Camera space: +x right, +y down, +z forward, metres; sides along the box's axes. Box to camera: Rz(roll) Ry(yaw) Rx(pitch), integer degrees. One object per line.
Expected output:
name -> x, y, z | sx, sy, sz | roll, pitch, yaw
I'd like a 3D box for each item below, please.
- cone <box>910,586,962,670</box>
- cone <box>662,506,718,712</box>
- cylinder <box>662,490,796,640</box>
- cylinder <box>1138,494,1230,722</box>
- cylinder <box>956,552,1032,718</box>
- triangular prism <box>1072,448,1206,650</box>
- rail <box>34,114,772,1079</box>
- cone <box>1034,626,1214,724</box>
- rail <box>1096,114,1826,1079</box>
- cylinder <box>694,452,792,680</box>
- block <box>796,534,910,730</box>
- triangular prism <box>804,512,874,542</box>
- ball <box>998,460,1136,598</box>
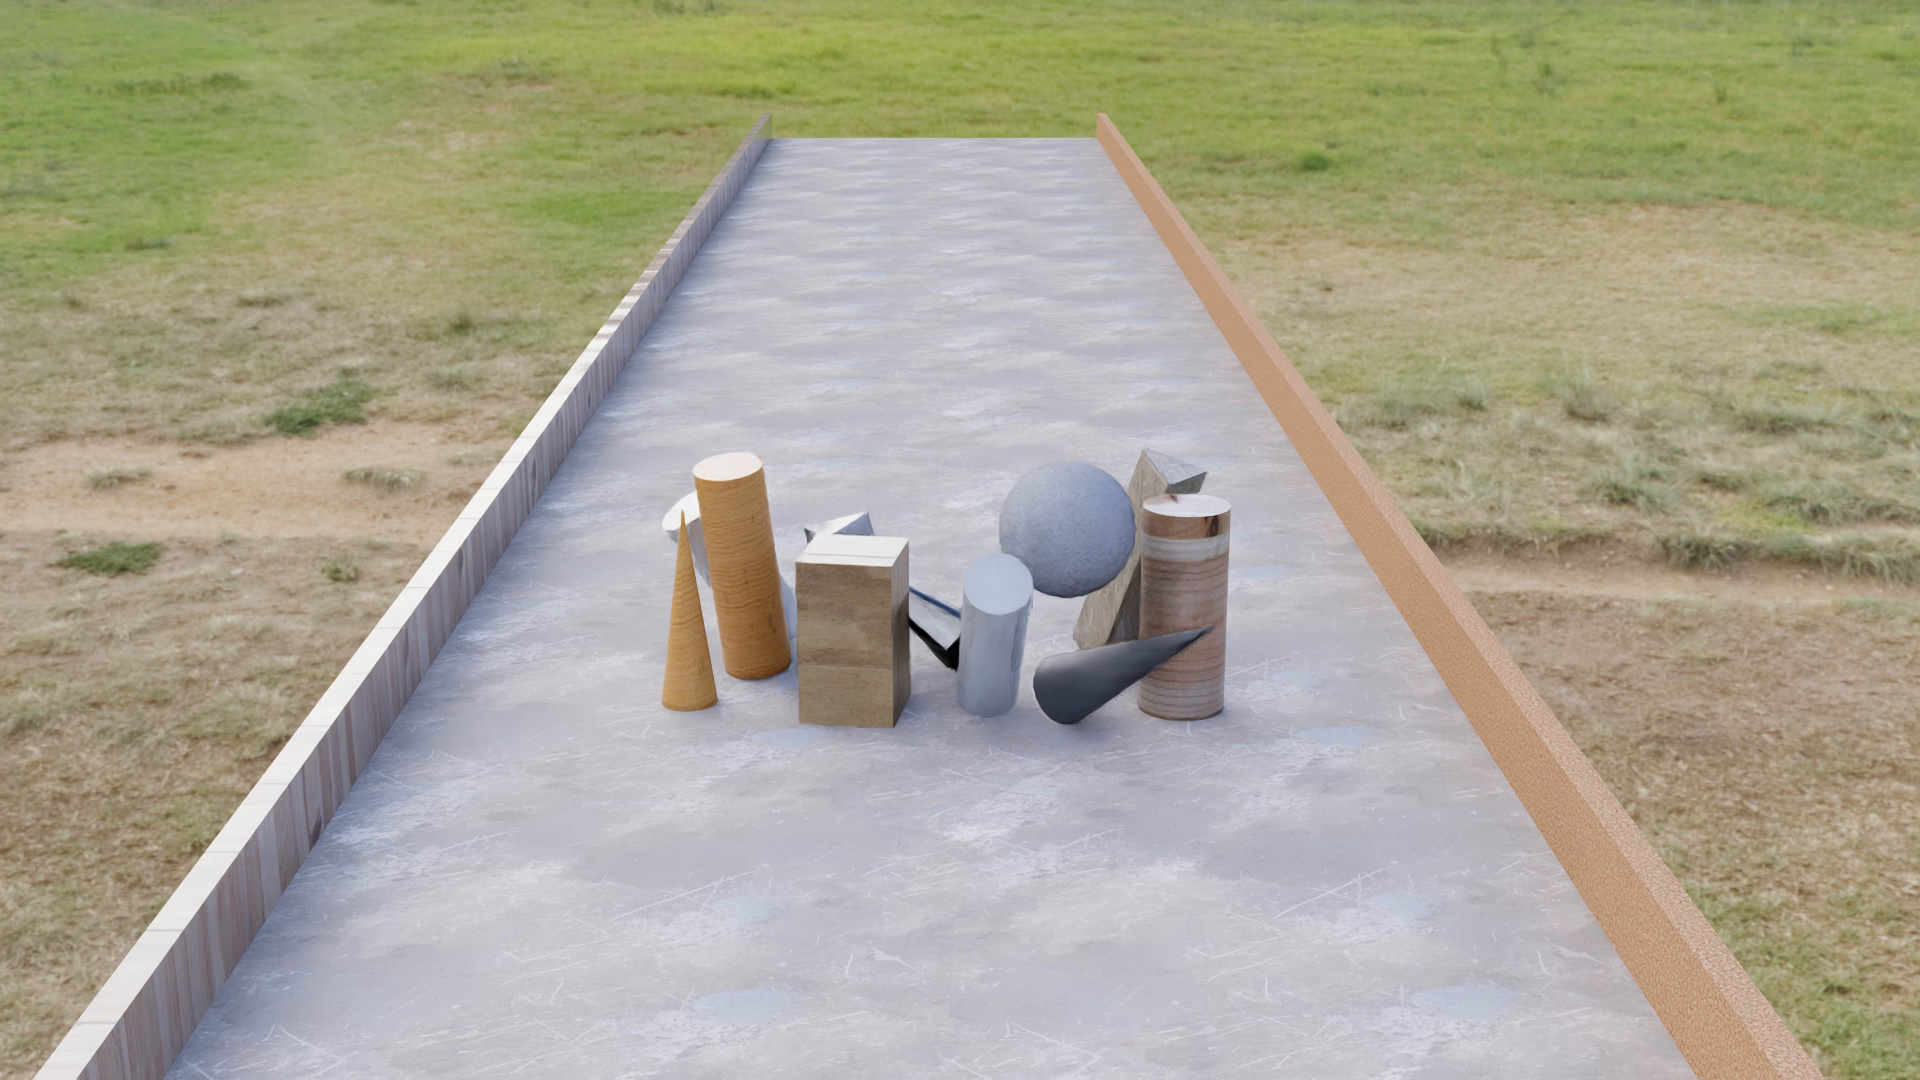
cone -> -0.109, 0.115, 4.268 | 0.366, 0.119, 0.119 | 37, -8, -36
cone -> -0.515, 0.120, 4.136 | 0.108, 0.391, 0.108 | 0, 17, 0
cylinder -> -0.448, 0.060, 4.413 | 0.129, 0.334, 0.129 | -27, 27, 16
cylinder -> 0.418, 0.125, 4.114 | 0.163, 0.395, 0.163 | 0, 17, 0
cylinder -> 0.059, 0.177, 3.935 | 0.118, 0.118, 0.452 | -1, -27, -2
triangular prism -> 0.331, 0.036, 4.305 | 0.111, 0.444, 0.129 | 35, 33, 27
rail -> -1.118, -0.838, 7.780 | 0.050, 0.150, 12.000 | 0, 17, -1
cone -> 0.315, 0.212, 3.919 | 0.135, 0.135, 0.437 | -14, -9, -39
rail -> 0.932, -0.844, 7.801 | 0.050, 0.150, 12.000 | 0, 17, -1
cylinder -> -0.420, 0.053, 4.270 | 0.134, 0.428, 0.134 | -5, 25, 2
block -> -0.197, 0.169, 4.104 | 0.177, 0.315, 0.177 | 3, 17, 9
triangular prism -> -0.187, 0.107, 4.270 | 0.112, 0.308, 0.129 | -21, 16, -19
ball -> 0.193, -0.020, 3.958 | 0.248, 0.248, 0.248 | 0, 17, 0
